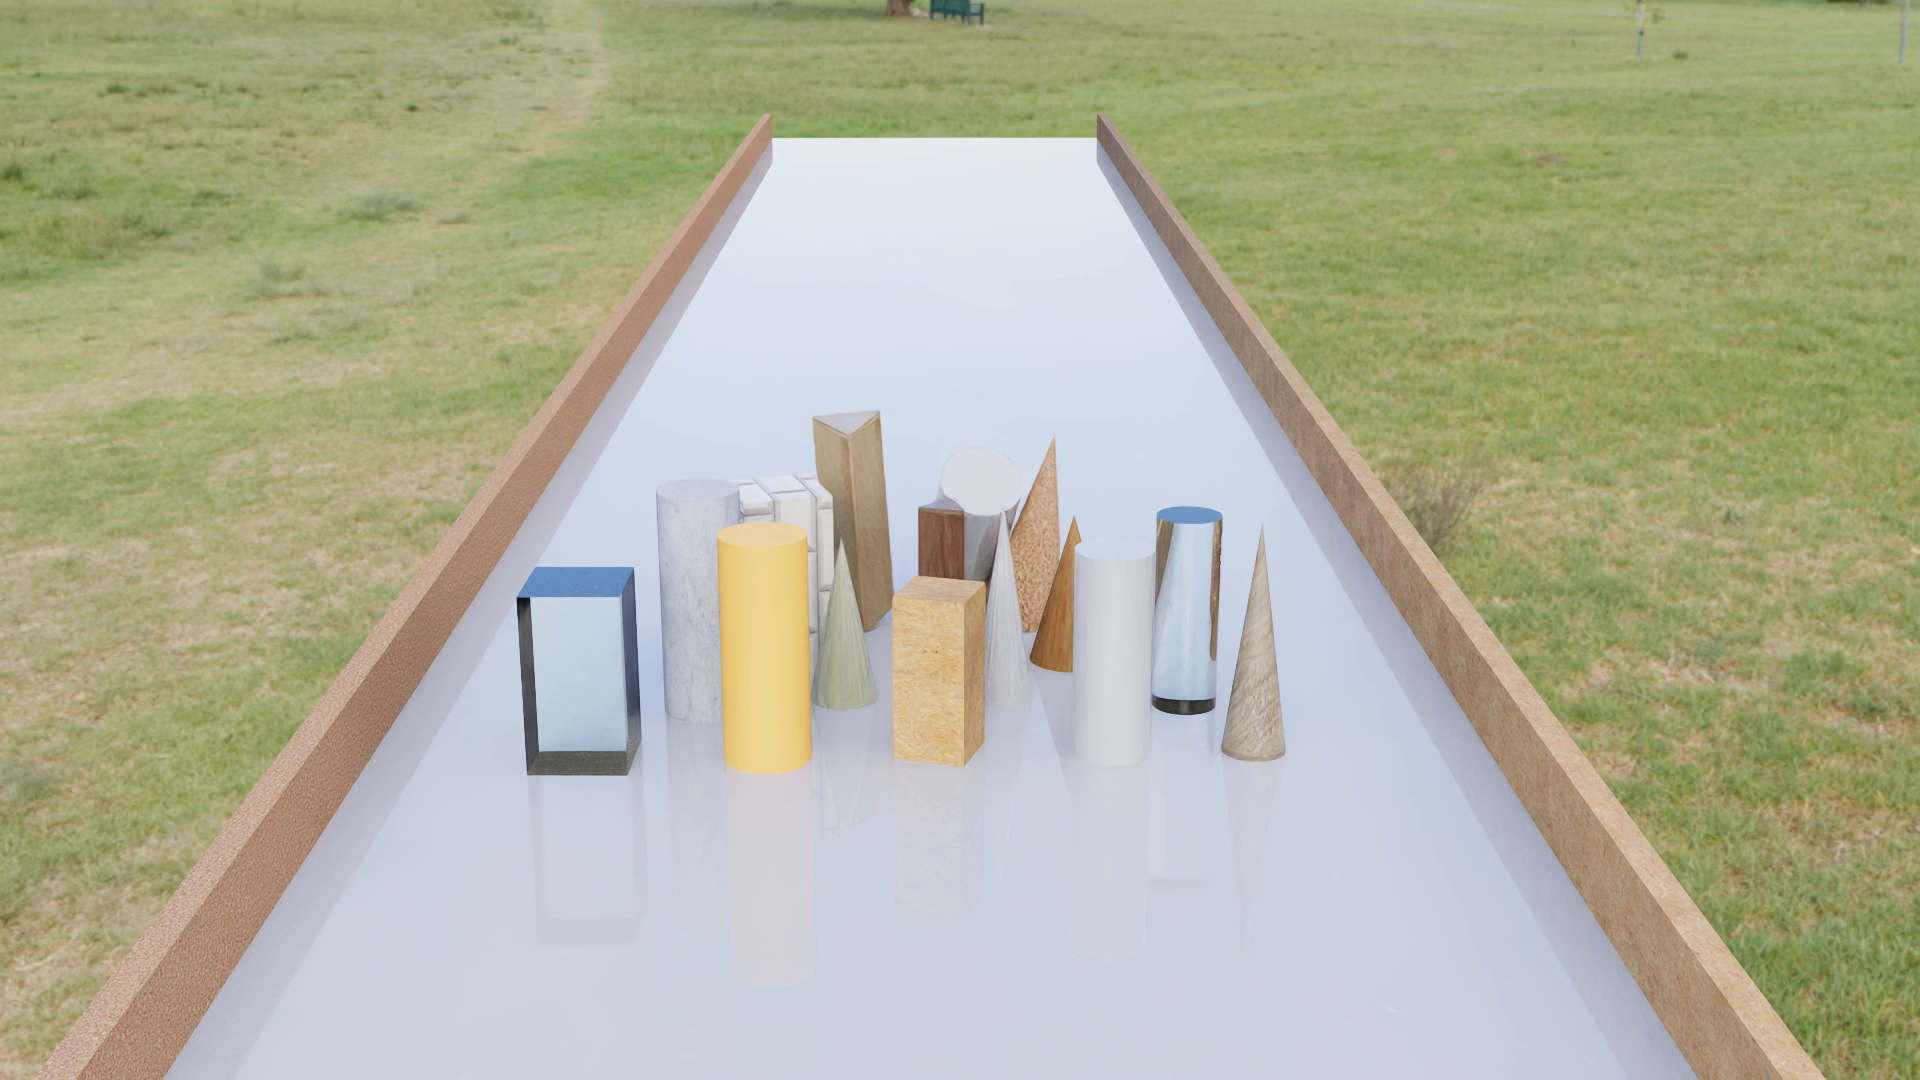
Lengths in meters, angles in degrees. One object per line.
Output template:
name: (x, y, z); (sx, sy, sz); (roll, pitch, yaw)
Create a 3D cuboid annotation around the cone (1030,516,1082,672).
cone: (0.225, 0.093, 4.384); (0.171, 0.301, 0.171); (0, 17, 0)

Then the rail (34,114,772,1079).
rail: (-1.118, -0.838, 7.780); (0.050, 0.150, 12.000); (0, 17, -1)

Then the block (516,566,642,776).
block: (-0.669, 0.230, 3.880); (0.176, 0.328, 0.176); (0, 17, 0)

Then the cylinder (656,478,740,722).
cylinder: (-0.481, 0.112, 4.096); (0.152, 0.430, 0.152); (0, 17, 0)

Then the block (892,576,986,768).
block: (-0.036, 0.232, 3.914); (0.130, 0.303, 0.130); (5, 17, 16)

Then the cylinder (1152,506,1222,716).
cylinder: (0.425, 0.132, 4.128); (0.123, 0.373, 0.123); (0, 17, 0)

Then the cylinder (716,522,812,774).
cylinder: (-0.342, 0.189, 3.864); (0.156, 0.415, 0.156); (0, 17, 0)

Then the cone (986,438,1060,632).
cone: (0.162, -0.032, 4.567); (0.177, 0.409, 0.177); (8, 24, -4)

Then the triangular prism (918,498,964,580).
triangular prism: (-0.028, 0.076, 4.427); (0.093, 0.311, 0.081); (5, 17, 15)

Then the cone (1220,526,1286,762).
cone: (0.528, 0.173, 3.897); (0.116, 0.426, 0.116); (0, 17, 0)

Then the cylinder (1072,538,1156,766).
cylinder: (0.270, 0.198, 3.894); (0.140, 0.381, 0.140); (0, 17, 0)

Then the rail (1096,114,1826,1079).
rail: (0.932, -0.844, 7.801); (0.050, 0.150, 12.000); (0, 17, -1)

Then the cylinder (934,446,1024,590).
cylinder: (0.019, -0.021, 4.620); (0.172, 0.362, 0.172); (4, 56, -7)

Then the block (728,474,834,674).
block: (-0.358, 0.071, 4.356); (0.176, 0.361, 0.176); (-6, 17, -18)

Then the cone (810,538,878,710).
cone: (-0.222, 0.147, 4.166); (0.133, 0.322, 0.133); (0, 17, 0)

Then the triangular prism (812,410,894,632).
triangular prism: (-0.201, -0.048, 4.570); (0.119, 0.444, 0.137); (-20, 29, -31)

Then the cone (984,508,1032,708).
cone: (0.082, 0.116, 4.160); (0.115, 0.386, 0.115); (0, 17, 0)
